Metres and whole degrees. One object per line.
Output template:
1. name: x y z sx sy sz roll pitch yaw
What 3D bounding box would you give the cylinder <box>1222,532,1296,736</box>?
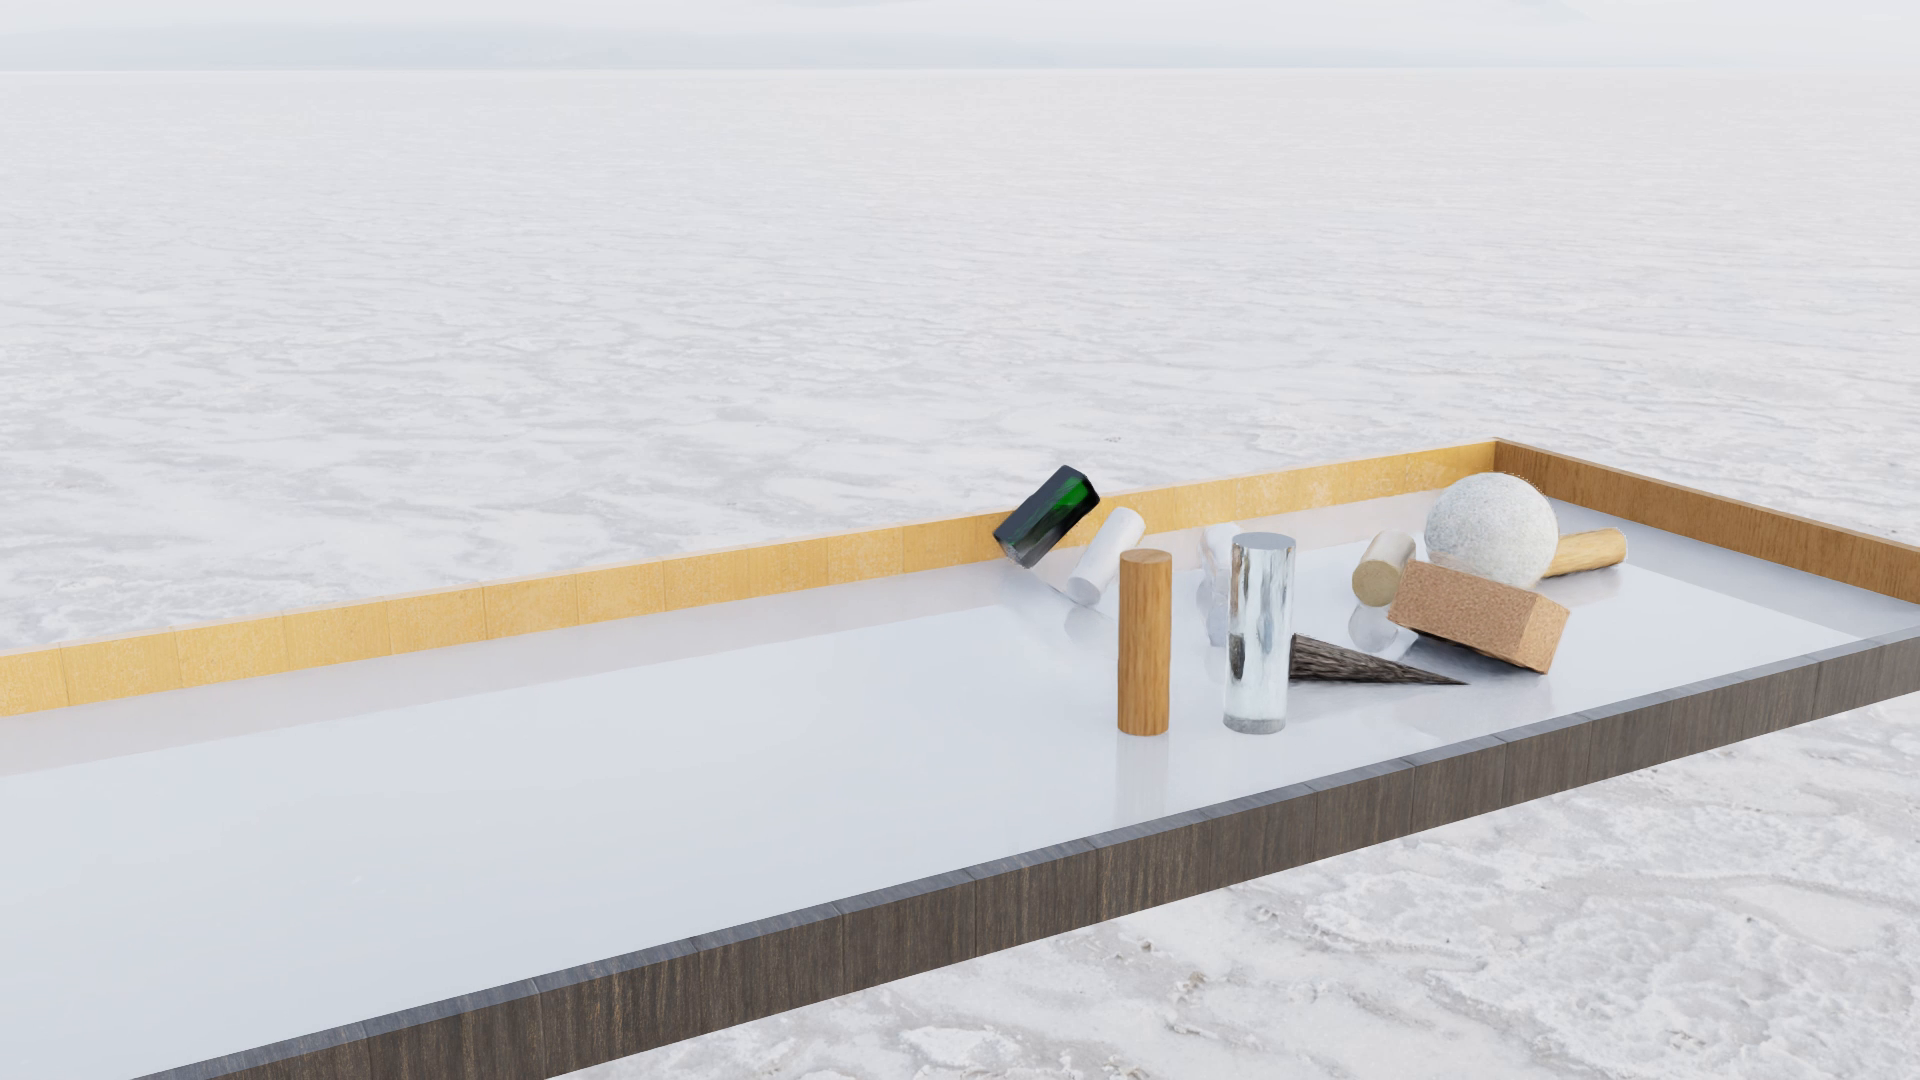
1. cylinder: 0.693 0.216 3.825 0.146 0.448 0.146 0 16 0

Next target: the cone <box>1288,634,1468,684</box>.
1. cone: 1.059 0.328 4.138 0.458 0.116 0.116 9 17 4

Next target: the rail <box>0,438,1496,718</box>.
1. rail: -3.305 0.497 3.399 12.000 0.150 0.050 -9 18 -27

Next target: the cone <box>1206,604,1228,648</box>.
1. cone: 0.810 0.218 4.507 0.120 0.120 0.343 13 11 36

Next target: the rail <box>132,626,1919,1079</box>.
1. rail: -2.336 1.006 1.665 12.000 0.150 0.050 -9 18 -27

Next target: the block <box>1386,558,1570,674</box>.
1. block: 1.339 0.195 4.277 0.174 0.174 0.388 21 -1 -41

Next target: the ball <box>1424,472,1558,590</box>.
1. ball: 1.527 -0.012 4.747 0.366 0.366 0.366 0 16 0

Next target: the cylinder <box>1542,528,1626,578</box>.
1. cylinder: 1.840 0.044 5.004 0.373 0.114 0.114 -8 18 -24

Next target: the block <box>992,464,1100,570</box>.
1. block: 0.267 -0.072 5.078 0.319 0.113 0.113 -43 38 -11

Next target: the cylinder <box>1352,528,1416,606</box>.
1. cylinder: 1.247 0.078 4.844 0.138 0.138 0.351 6 18 21

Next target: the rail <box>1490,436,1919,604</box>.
1. rail: 2.466 -0.048 5.253 0.050 0.150 2.100 -9 18 -27

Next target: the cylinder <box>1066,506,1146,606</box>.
1. cylinder: 0.422 0.045 4.771 0.112 0.112 0.304 10 47 31

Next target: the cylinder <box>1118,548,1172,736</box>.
1. cylinder: 0.426 0.236 3.812 0.121 0.415 0.121 -1 16 0

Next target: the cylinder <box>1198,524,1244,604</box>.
1. cylinder: 0.791 0.081 4.801 0.158 0.158 0.396 1 16 2
